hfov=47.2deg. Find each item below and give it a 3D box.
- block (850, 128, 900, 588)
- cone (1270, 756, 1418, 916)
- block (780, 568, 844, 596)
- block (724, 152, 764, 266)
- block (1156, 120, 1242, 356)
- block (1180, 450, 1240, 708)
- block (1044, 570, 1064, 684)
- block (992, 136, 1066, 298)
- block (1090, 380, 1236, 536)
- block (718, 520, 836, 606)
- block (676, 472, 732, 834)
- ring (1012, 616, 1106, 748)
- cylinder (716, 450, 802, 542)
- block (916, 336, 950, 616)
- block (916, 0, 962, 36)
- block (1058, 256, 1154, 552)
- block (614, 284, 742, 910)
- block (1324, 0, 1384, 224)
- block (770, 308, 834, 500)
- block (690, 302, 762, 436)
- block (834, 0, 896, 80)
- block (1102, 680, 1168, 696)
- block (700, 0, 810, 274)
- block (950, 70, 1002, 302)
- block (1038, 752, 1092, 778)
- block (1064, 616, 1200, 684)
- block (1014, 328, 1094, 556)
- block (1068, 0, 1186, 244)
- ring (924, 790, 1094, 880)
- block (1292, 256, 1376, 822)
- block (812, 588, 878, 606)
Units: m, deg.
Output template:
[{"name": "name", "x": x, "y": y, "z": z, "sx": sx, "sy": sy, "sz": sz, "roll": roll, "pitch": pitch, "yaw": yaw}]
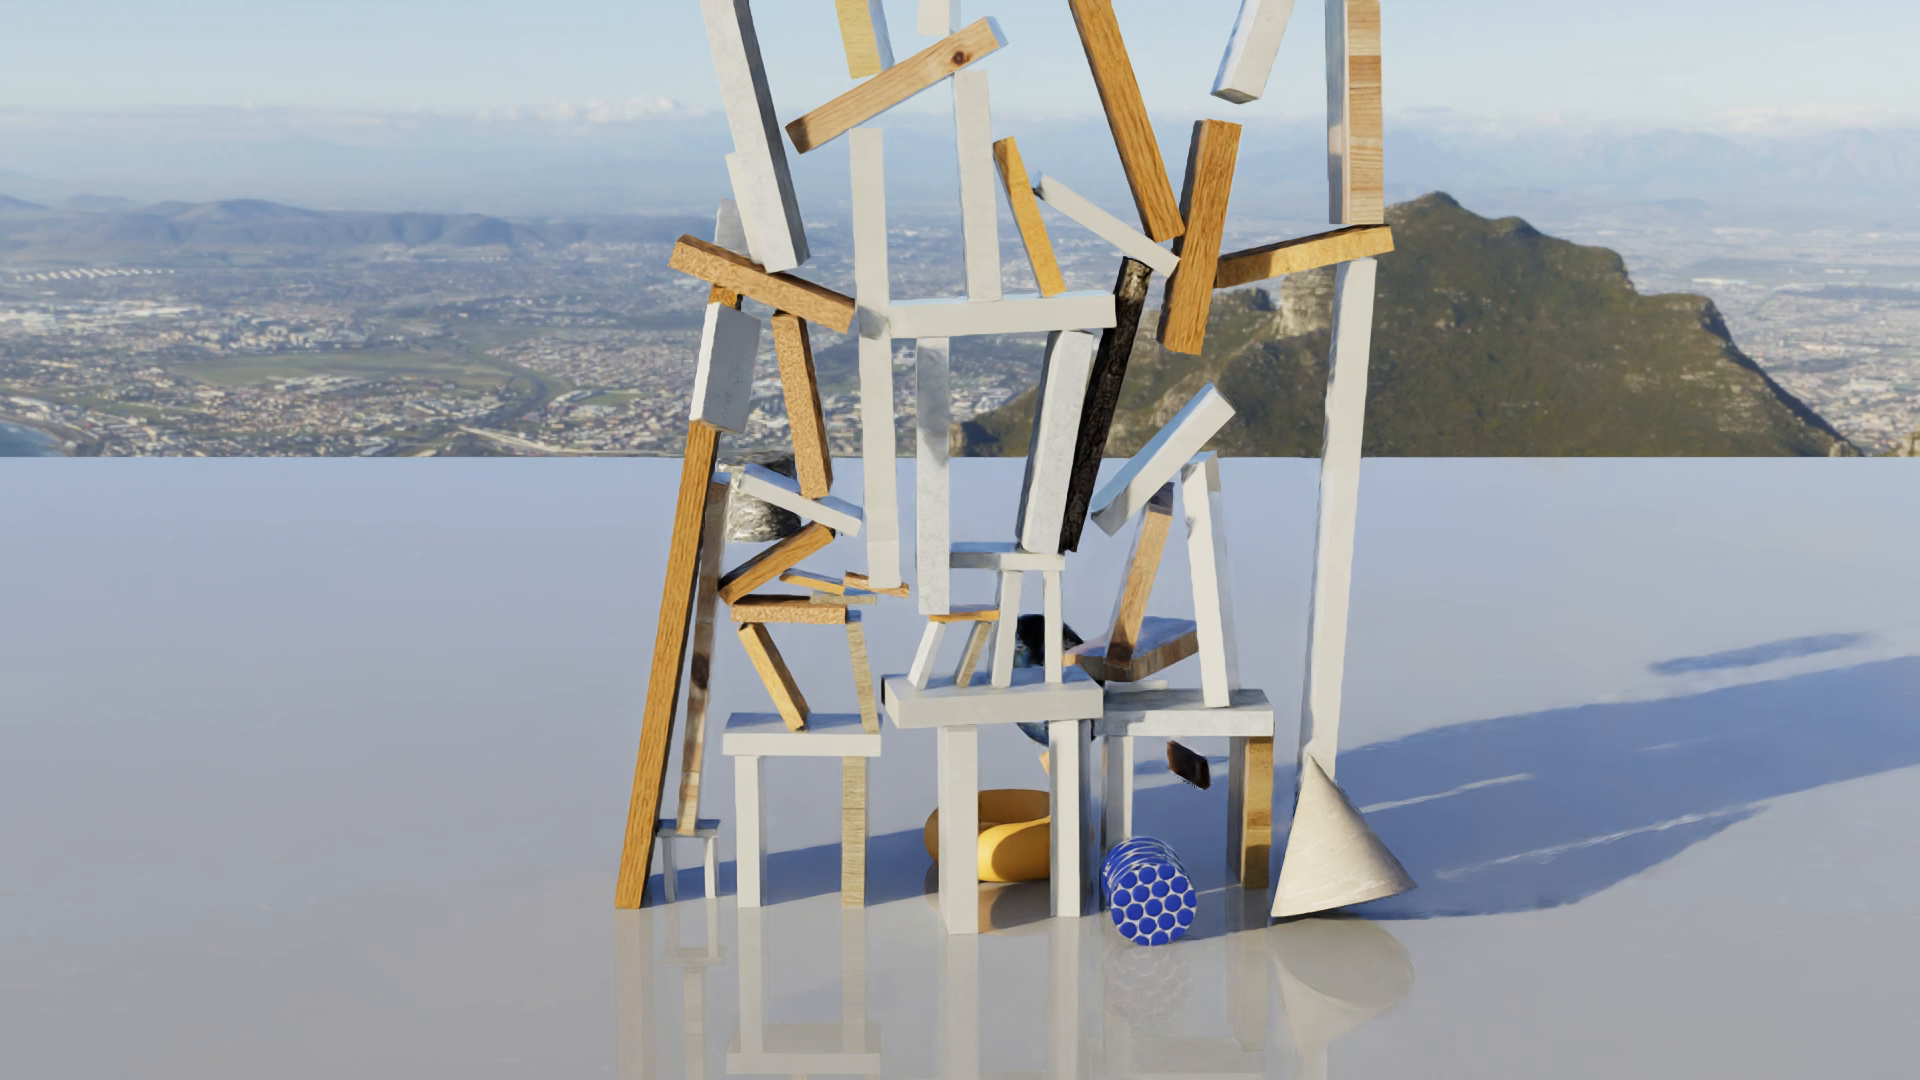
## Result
[{"name": "block", "x": -0.136, "y": -0.292, "z": 3.513, "sx": 0.050, "sy": 0.717, "sz": 0.175, "roll": -2, "pitch": 9, "yaw": -2}, {"name": "cone", "x": 0.587, "y": 0.459, "z": 3.521, "sx": 0.239, "sy": 0.239, "sz": 0.239, "roll": -12, "pitch": -8, "yaw": -2}, {"name": "block", "x": -0.240, "y": 0.066, "z": 3.568, "sx": 0.105, "sy": 0.015, "sz": 0.053, "roll": 13, "pitch": 9, "yaw": -4}, {"name": "block", "x": -0.329, "y": -0.522, "z": 3.455, "sx": 0.025, "sy": 0.175, "sz": 0.087, "roll": -13, "pitch": 9, "yaw": 5}, {"name": "block", "x": 0.374, "y": -0.479, "z": 3.462, "sx": 0.050, "sy": 0.356, "sz": 0.178, "roll": 9, "pitch": 10, "yaw": -3}, {"name": "block", "x": 0.411, "y": 0.062, "z": 3.600, "sx": 0.040, "sy": 0.399, "sz": 0.140, "roll": -4, "pitch": 9, "yaw": 16}, {"name": "block", "x": 0.152, "y": 0.131, "z": 3.557, "sx": 0.026, "sy": 0.184, "sz": 0.092, "roll": -1, "pitch": 11, "yaw": 5}, {"name": "block", "x": 0.105, "y": -0.507, "z": 3.447, "sx": 0.035, "sy": 0.250, "sz": 0.125, "roll": -20, "pitch": 10, "yaw": 2}, {"name": "block", "x": 0.325, "y": -0.132, "z": 3.557, "sx": 0.040, "sy": 0.283, "sz": 0.141, "roll": 43, "pitch": 11, "yaw": -8}, {"name": "block", "x": -0.296, "y": 0.030, "z": 3.567, "sx": 0.204, "sy": 0.029, "sz": 0.102, "roll": -32, "pitch": 11, "yaw": 6}, {"name": "block", "x": -0.418, "y": 0.185, "z": 3.591, "sx": 0.029, "sy": 0.586, "sz": 0.102, "roll": 6, "pitch": 11, "yaw": -2}, {"name": "ring", "x": 0.161, "y": 0.258, "z": 3.986, "sx": 0.088, "sy": 0.265, "sz": 0.265, "roll": -27, "pitch": 24, "yaw": -34}, {"name": "cylinder", "x": -0.354, "y": -0.077, "z": 3.887, "sx": 0.137, "sy": 0.137, "sz": 0.137, "roll": -5, "pitch": 11, "yaw": 1}, {"name": "block", "x": -0.043, "y": -0.111, "z": 3.511, "sx": 0.049, "sy": 0.436, "sz": 0.175, "roll": 0, "pitch": 9, "yaw": -1}, {"name": "block", "x": -0.024, "y": -0.952, "z": 3.381, "sx": 0.049, "sy": 0.344, "sz": 0.172, "roll": 4, "pitch": 14, "yaw": 5}, {"name": "block", "x": 0.225, "y": -0.219, "z": 3.542, "sx": 0.035, "sy": 0.468, "sz": 0.125, "roll": 14, "pitch": 11, "yaw": -4}, {"name": "block", "x": -0.455, "y": 0.092, "z": 3.564, "sx": 0.041, "sy": 1.024, "sz": 0.145, "roll": 10, "pitch": 11, "yaw": -3}, {"name": "block", "x": 0.619, "y": -0.769, "z": 3.469, "sx": 0.050, "sy": 0.537, "sz": 0.178, "roll": -3, "pitch": 8, "yaw": -1}, {"name": "block", "x": -0.251, "y": -0.222, "z": 3.513, "sx": 0.041, "sy": 0.291, "sz": 0.145, "roll": -9, "pitch": 12, "yaw": 2}, {"name": "block", "x": -0.341, "y": -0.249, "z": 3.207, "sx": 0.025, "sy": 0.175, "sz": 0.087, "roll": -2, "pitch": -14, "yaw": 41}, {"name": "block", "x": -0.170, "y": -0.894, "z": 3.401, "sx": 0.049, "sy": 0.347, "sz": 0.174, "roll": -10, "pitch": 12, "yaw": 8}, {"name": "block", "x": 0.284, "y": 0.245, "z": 3.633, "sx": 0.104, "sy": 0.015, "sz": 0.052, "roll": -3, "pitch": -6, "yaw": -18}, {"name": "block", "x": -0.345, "y": -0.752, "z": 3.401, "sx": 0.049, "sy": 0.669, "sz": 0.174, "roll": -12, "pitch": 11, "yaw": 5}, {"name": "block", "x": 0.026, "y": -0.554, "z": 3.447, "sx": 0.050, "sy": 0.350, "sz": 0.175, "roll": -4, "pitch": 10, "yaw": -1}, {"name": "block", "x": 0.205, "y": 0.426, "z": 4.282, "sx": 0.104, "sy": 0.052, "sz": 0.015, "roll": -31, "pitch": -8, "yaw": 38}, {"name": "block", "x": 0.309, "y": 0.187, "z": 3.788, "sx": 0.140, "sy": 0.040, "sz": 0.280, "roll": 4, "pitch": 14, "yaw": 35}, {"name": "block", "x": 0.149, "y": -0.164, "z": 3.510, "sx": 0.049, "sy": 0.349, "sz": 0.175, "roll": 8, "pitch": 8, "yaw": -6}, {"name": "block", "x": 0.250, "y": -0.695, "z": 3.438, "sx": 0.049, "sy": 0.458, "sz": 0.172, "roll": -19, "pitch": 11, "yaw": 3}, {"name": "ring", "x": 0.085, "y": 0.512, "z": 3.826, "sx": 0.297, "sy": 0.099, "sz": 0.297, "roll": -1, "pitch": 11, "yaw": 0}, {"name": "block", "x": 0.610, "y": 0.064, "z": 3.617, "sx": 0.040, "sy": 1.052, "sz": 0.141, "roll": 3, "pitch": 11, "yaw": 0}, {"name": "block", "x": -0.188, "y": 0.092, "z": 3.575, "sx": 0.105, "sy": 0.015, "sz": 0.053, "roll": 1, "pitch": 10, "yaw": -3}]
